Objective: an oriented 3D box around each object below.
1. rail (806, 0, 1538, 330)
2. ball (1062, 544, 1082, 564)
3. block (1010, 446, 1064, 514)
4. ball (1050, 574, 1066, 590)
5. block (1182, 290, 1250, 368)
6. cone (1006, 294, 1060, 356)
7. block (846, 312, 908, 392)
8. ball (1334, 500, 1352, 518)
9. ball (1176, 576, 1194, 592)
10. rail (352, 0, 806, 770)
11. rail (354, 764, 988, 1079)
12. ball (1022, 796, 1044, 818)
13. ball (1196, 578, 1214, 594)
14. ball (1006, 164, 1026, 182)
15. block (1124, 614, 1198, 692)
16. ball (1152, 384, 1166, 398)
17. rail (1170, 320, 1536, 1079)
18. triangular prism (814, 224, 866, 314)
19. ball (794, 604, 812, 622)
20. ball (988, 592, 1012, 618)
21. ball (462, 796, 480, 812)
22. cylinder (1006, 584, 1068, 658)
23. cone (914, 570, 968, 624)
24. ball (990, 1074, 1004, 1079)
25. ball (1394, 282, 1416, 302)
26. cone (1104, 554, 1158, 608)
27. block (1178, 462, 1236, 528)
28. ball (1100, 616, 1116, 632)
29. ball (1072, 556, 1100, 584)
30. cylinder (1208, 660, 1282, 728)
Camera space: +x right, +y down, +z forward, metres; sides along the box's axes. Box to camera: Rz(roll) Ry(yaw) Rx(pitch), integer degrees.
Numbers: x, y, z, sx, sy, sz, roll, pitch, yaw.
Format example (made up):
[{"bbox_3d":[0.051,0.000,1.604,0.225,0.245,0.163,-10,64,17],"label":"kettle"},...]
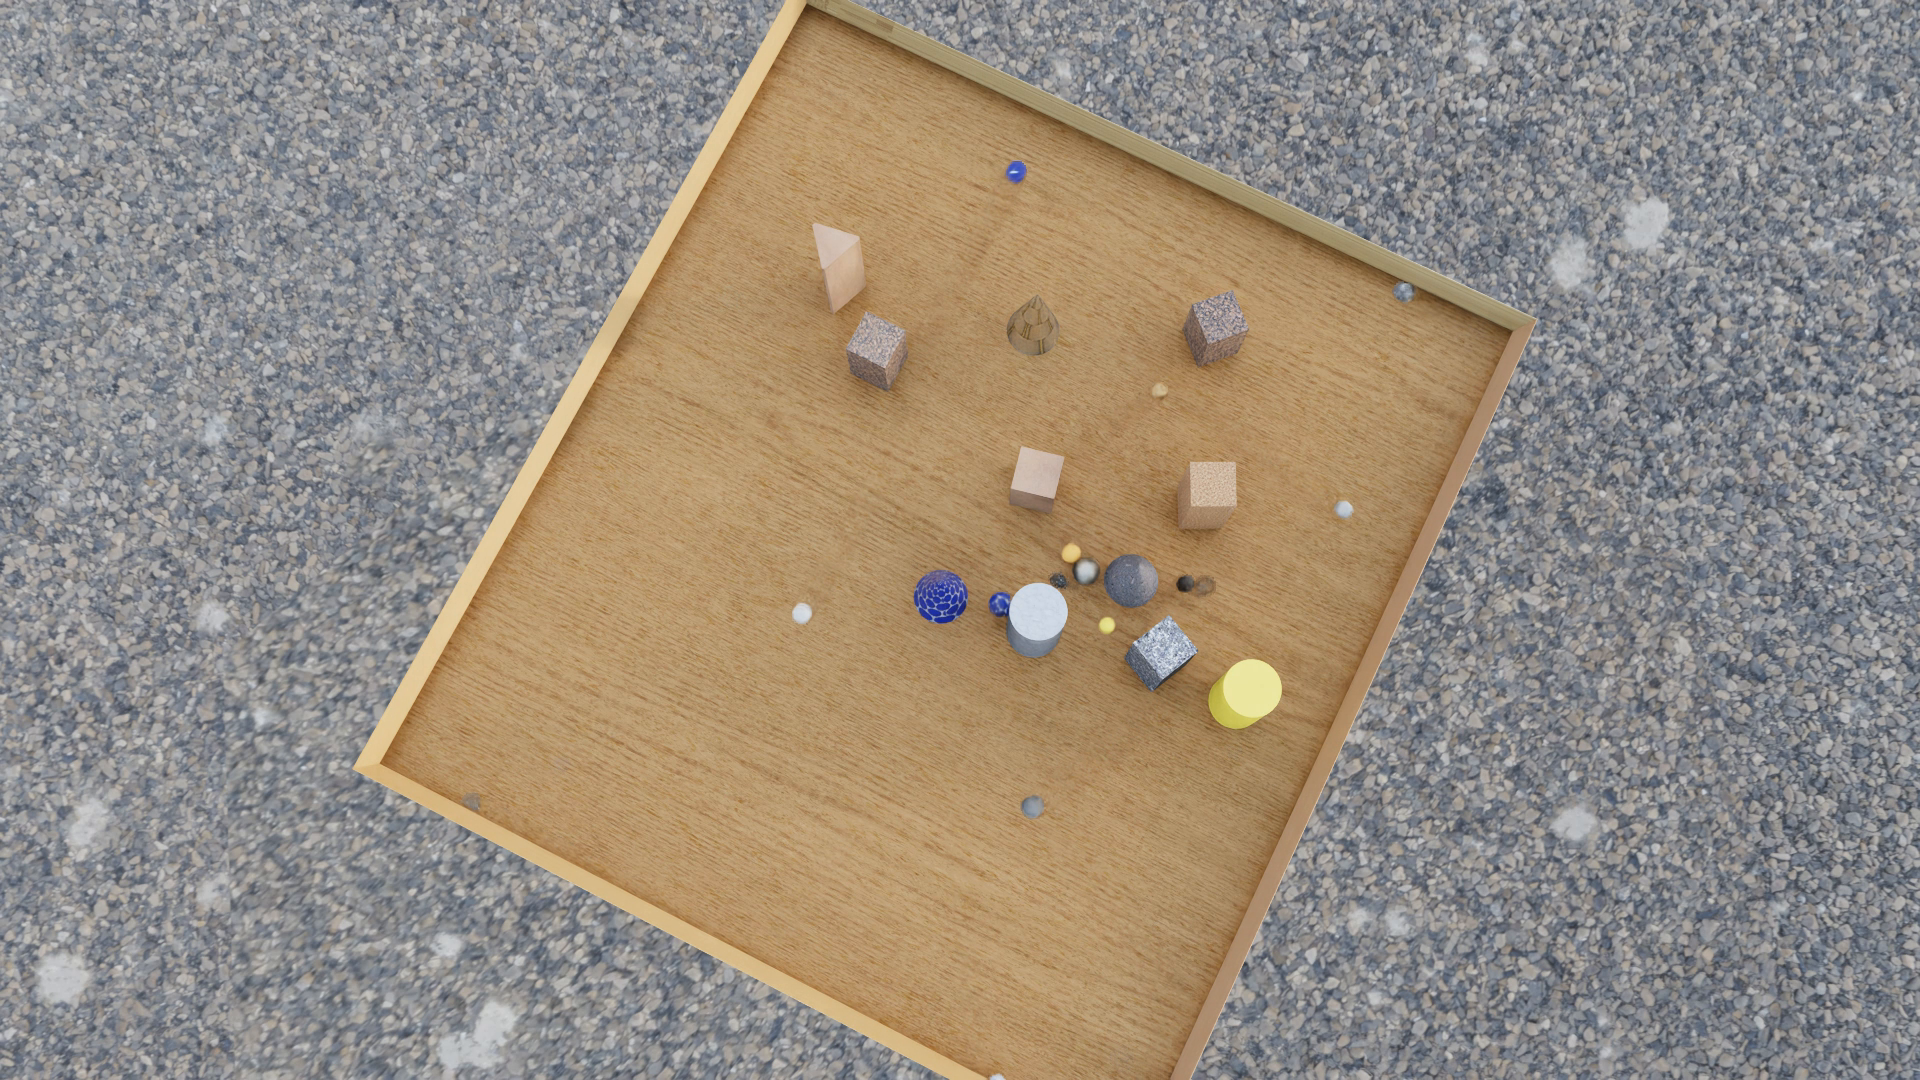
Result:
[{"bbox_3d":[0.621,-1.212,5.810,2.568,0.108,0.045,26,80,5],"label":"rail"},{"bbox_3d":[0.339,0.041,5.577,0.059,0.059,0.059,0,78,0],"label":"ball"},{"bbox_3d":[0.231,-0.179,5.547,0.133,0.208,0.133,14,79,3],"label":"block"},{"bbox_3d":[0.297,0.125,5.565,0.049,0.049,0.049,0,78,0],"label":"ball"},{"bbox_3d":[0.783,-0.647,5.627,0.133,0.239,0.133,-20,79,-4],"label":"block"},{"bbox_3d":[0.230,-0.693,5.583,0.166,0.344,0.166,0,78,0],"label":"cone"},{"bbox_3d":[-0.252,-0.574,5.605,0.133,0.253,0.133,27,80,5],"label":"block"},{"bbox_3d":[1.172,-0.096,5.609,0.052,0.052,0.052,0,78,0],"label":"ball"},{"bbox_3d":[0.683,0.135,5.562,0.051,0.051,0.051,0,78,0],"label":"ball"},{"bbox_3d":[-1.127,-0.546,5.673,0.045,0.108,2.827,26,80,5],"label":"rail"},{"bbox_3d":[-0.621,1.223,5.308,2.568,0.108,0.045,26,80,5],"label":"rail"},{"bbox_3d":[0.218,0.787,5.420,0.065,0.065,0.065,0,78,0],"label":"ball"},{"bbox_3d":[0.745,0.139,5.561,0.052,0.052,0.052,0,78,0],"label":"ball"},{"bbox_3d":[0.177,-1.166,5.825,0.062,0.062,0.062,0,78,0],"label":"ball"},{"bbox_3d":[0.588,0.337,5.388,0.133,0.310,0.133,-37,81,-7],"label":"block"},{"bbox_3d":[0.617,-0.462,5.687,0.047,0.047,0.047,0,78,0],"label":"ball"},{"bbox_3d":[1.127,0.558,5.445,0.045,0.108,2.827,26,80,5],"label":"rail"},{"bbox_3d":[-0.390,-0.845,5.582,0.144,0.408,0.124,-42,81,-8],"label":"triangular prism"},{"bbox_3d":[-0.476,0.220,5.541,0.057,0.057,0.057,0,78,0],"label":"ball"},{"bbox_3d":[0.123,0.197,5.537,0.075,0.075,0.075,0,78,0],"label":"ball"},{"bbox_3d":[-1.446,0.783,5.428,0.052,0.052,0.052,0,78,0],"label":"ball"},{"bbox_3d":[0.223,0.239,5.387,0.166,0.351,0.166,0,78,0],"label":"cylinder"},{"bbox_3d":[-0.058,0.146,5.454,0.166,0.257,0.166,0,78,0],"label":"cone"},{"bbox_3d":[0.108,1.558,5.272,0.044,0.044,0.044,0,78,0],"label":"ball"},{"bbox_3d":[1.396,-0.776,5.744,0.064,0.064,0.064,0,78,0],"label":"ball"},{"bbox_3d":[0.522,0.098,5.461,0.166,0.263,0.166,0,78,0],"label":"cone"},{"bbox_3d":[0.737,-0.131,5.482,0.133,0.315,0.133,0,78,0],"label":"block"},{"bbox_3d":[0.446,0.256,5.539,0.048,0.048,0.048,0,78,0],"label":"ball"},{"bbox_3d":[0.383,0.093,5.554,0.083,0.083,0.083,0,78,0],"label":"ball"},{"bbox_3d":[0.830,0.453,5.359,0.166,0.320,0.166,0,78,0],"label":"cylinder"}]
